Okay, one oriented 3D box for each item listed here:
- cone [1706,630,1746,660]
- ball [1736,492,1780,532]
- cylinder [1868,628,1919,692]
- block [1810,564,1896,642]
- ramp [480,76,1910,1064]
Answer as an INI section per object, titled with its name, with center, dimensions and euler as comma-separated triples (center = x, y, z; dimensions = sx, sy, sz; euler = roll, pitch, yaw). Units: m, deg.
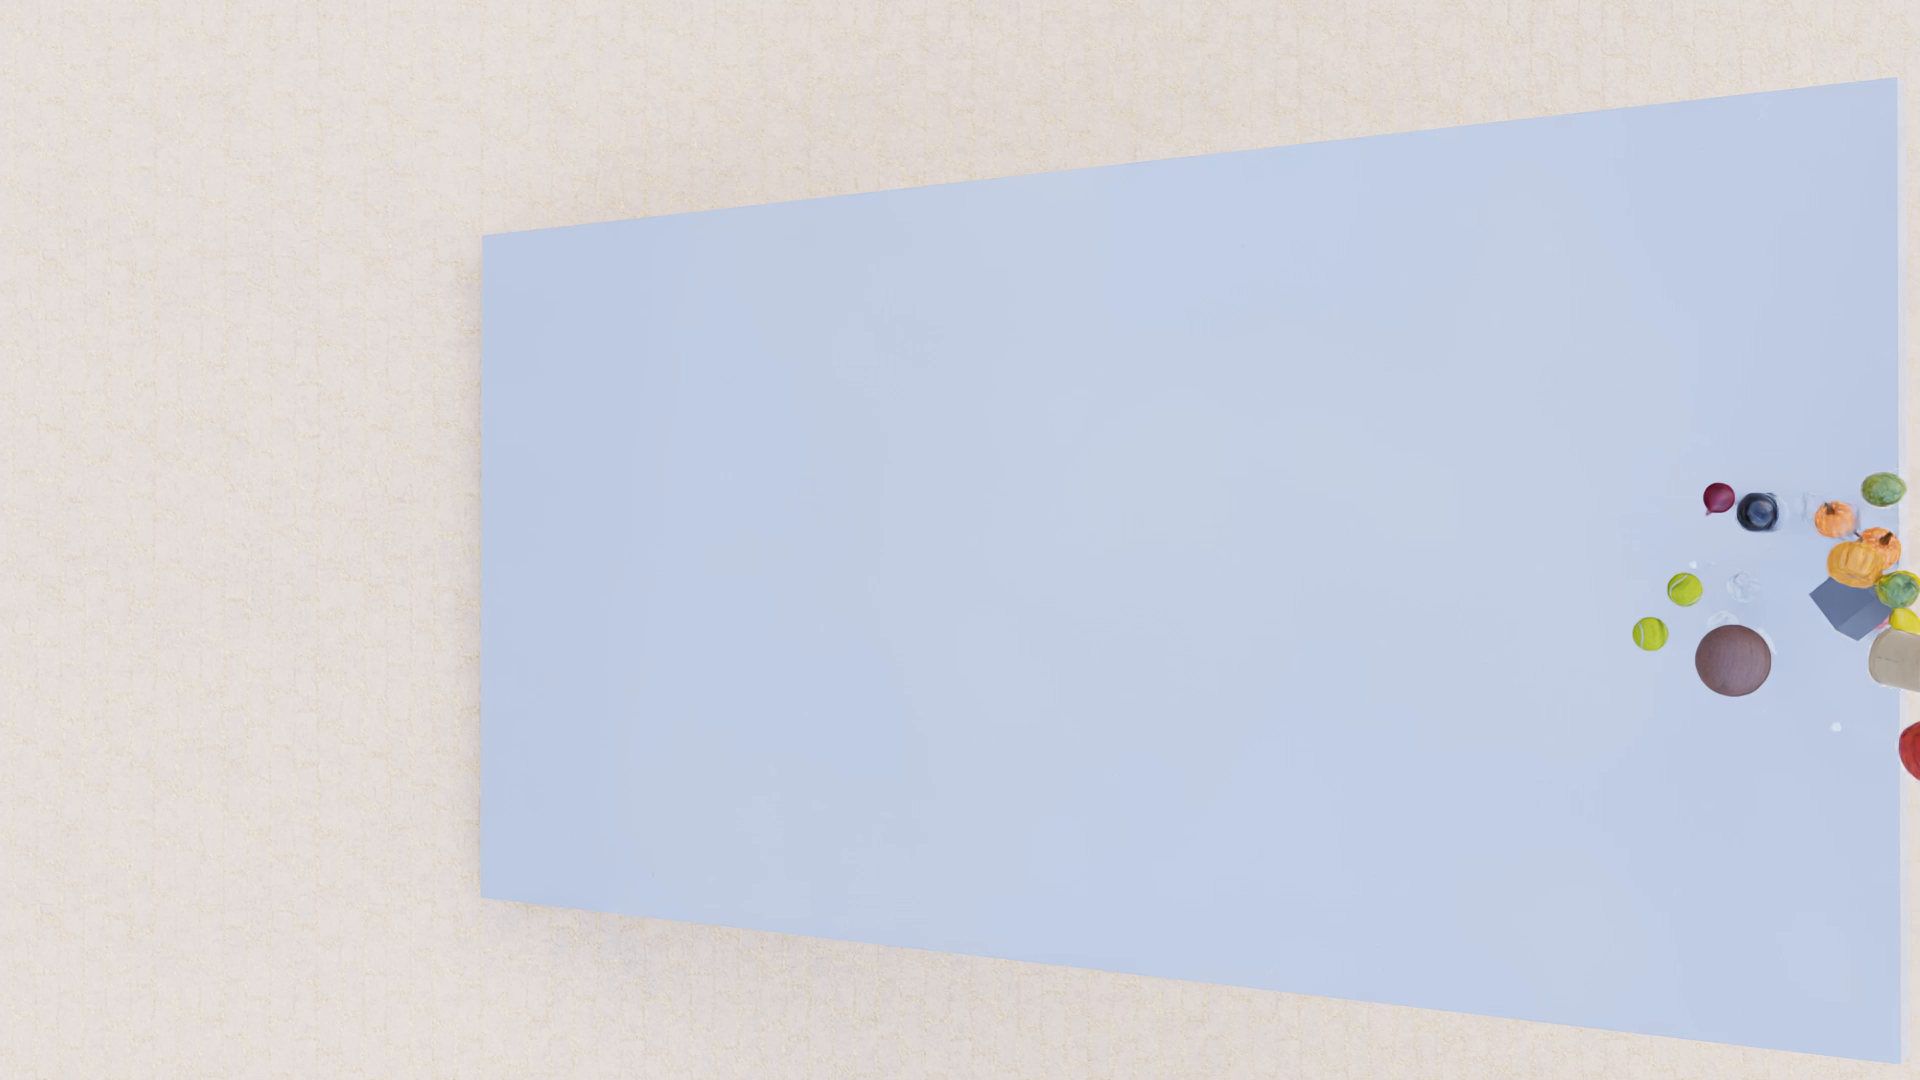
[cone]
center = 1.562, 0.230, 4.514
dimensions = 0.069, 0.069, 0.069
euler = -35, 90, 29
[ball]
center = 1.656, -0.058, 4.565
dimensions = 0.084, 0.084, 0.084
euler = 0, 90, 0
[cylinder]
center = 1.415, 0.181, 3.271
dimensions = 0.084, 0.084, 0.084
euler = -6, 102, -31
[block]
center = 1.727, 0.121, 4.254
dimensions = 0.094, 0.094, 0.094
euler = -46, 45, 25
[ramp]
center = 0.255, 0.070, 5.589
dimensions = 4.000, 0.100, 2.000
euler = 0, 89, 33
